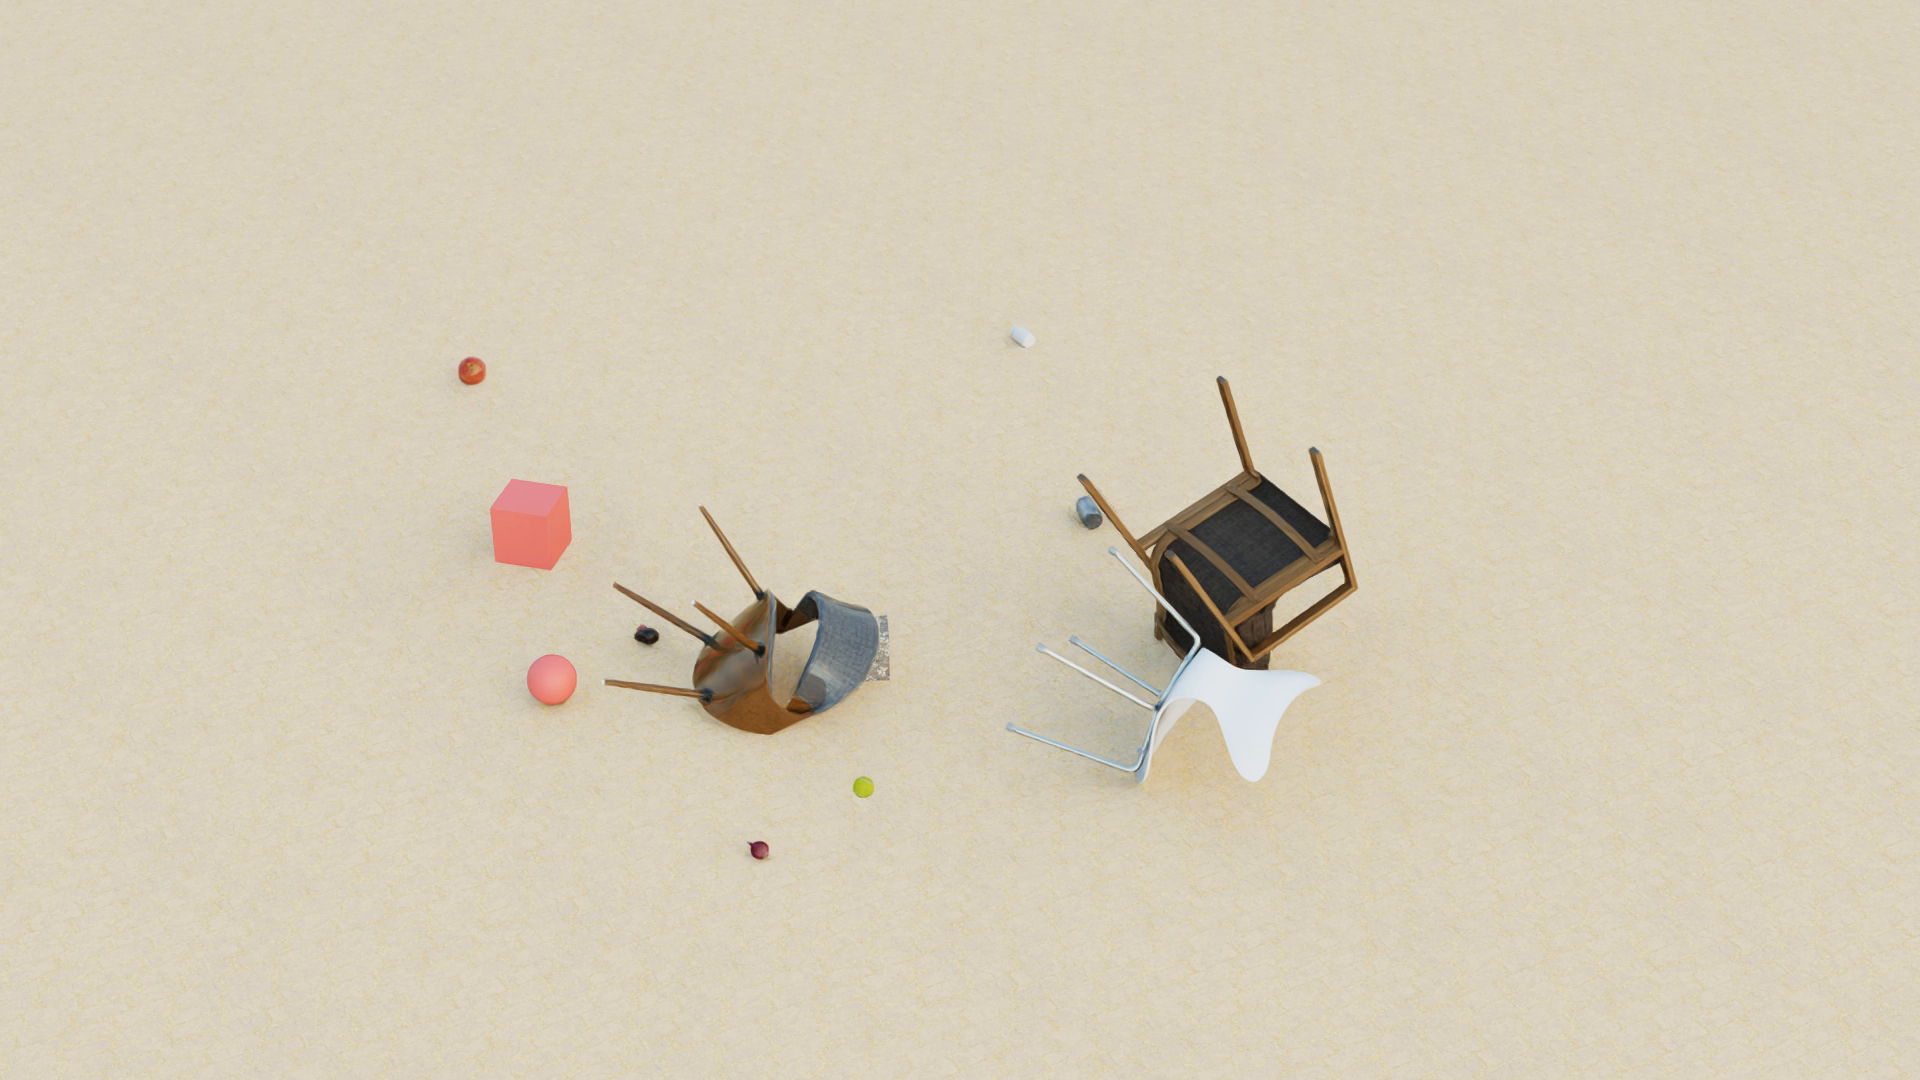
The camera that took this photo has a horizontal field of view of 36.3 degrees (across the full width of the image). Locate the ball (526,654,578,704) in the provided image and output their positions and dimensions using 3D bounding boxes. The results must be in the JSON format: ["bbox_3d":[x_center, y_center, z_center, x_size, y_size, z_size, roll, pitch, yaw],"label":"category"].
[{"bbox_3d":[-1.400,0.478,10.061,0.173,0.173,0.173,0,33,0],"label":"ball"}]

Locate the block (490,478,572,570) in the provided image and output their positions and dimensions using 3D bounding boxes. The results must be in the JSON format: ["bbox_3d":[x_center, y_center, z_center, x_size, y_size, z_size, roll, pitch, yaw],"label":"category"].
[{"bbox_3d":[-1.581,-0.058,10.819,0.220,0.235,0.212,8,34,12],"label":"block"}]

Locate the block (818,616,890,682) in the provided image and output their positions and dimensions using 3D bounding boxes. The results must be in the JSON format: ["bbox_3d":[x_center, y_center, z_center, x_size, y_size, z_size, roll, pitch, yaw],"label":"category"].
[{"bbox_3d":[-0.368,0.380,10.202,0.238,0.183,0.133,-2,33,-3],"label":"block"}]
